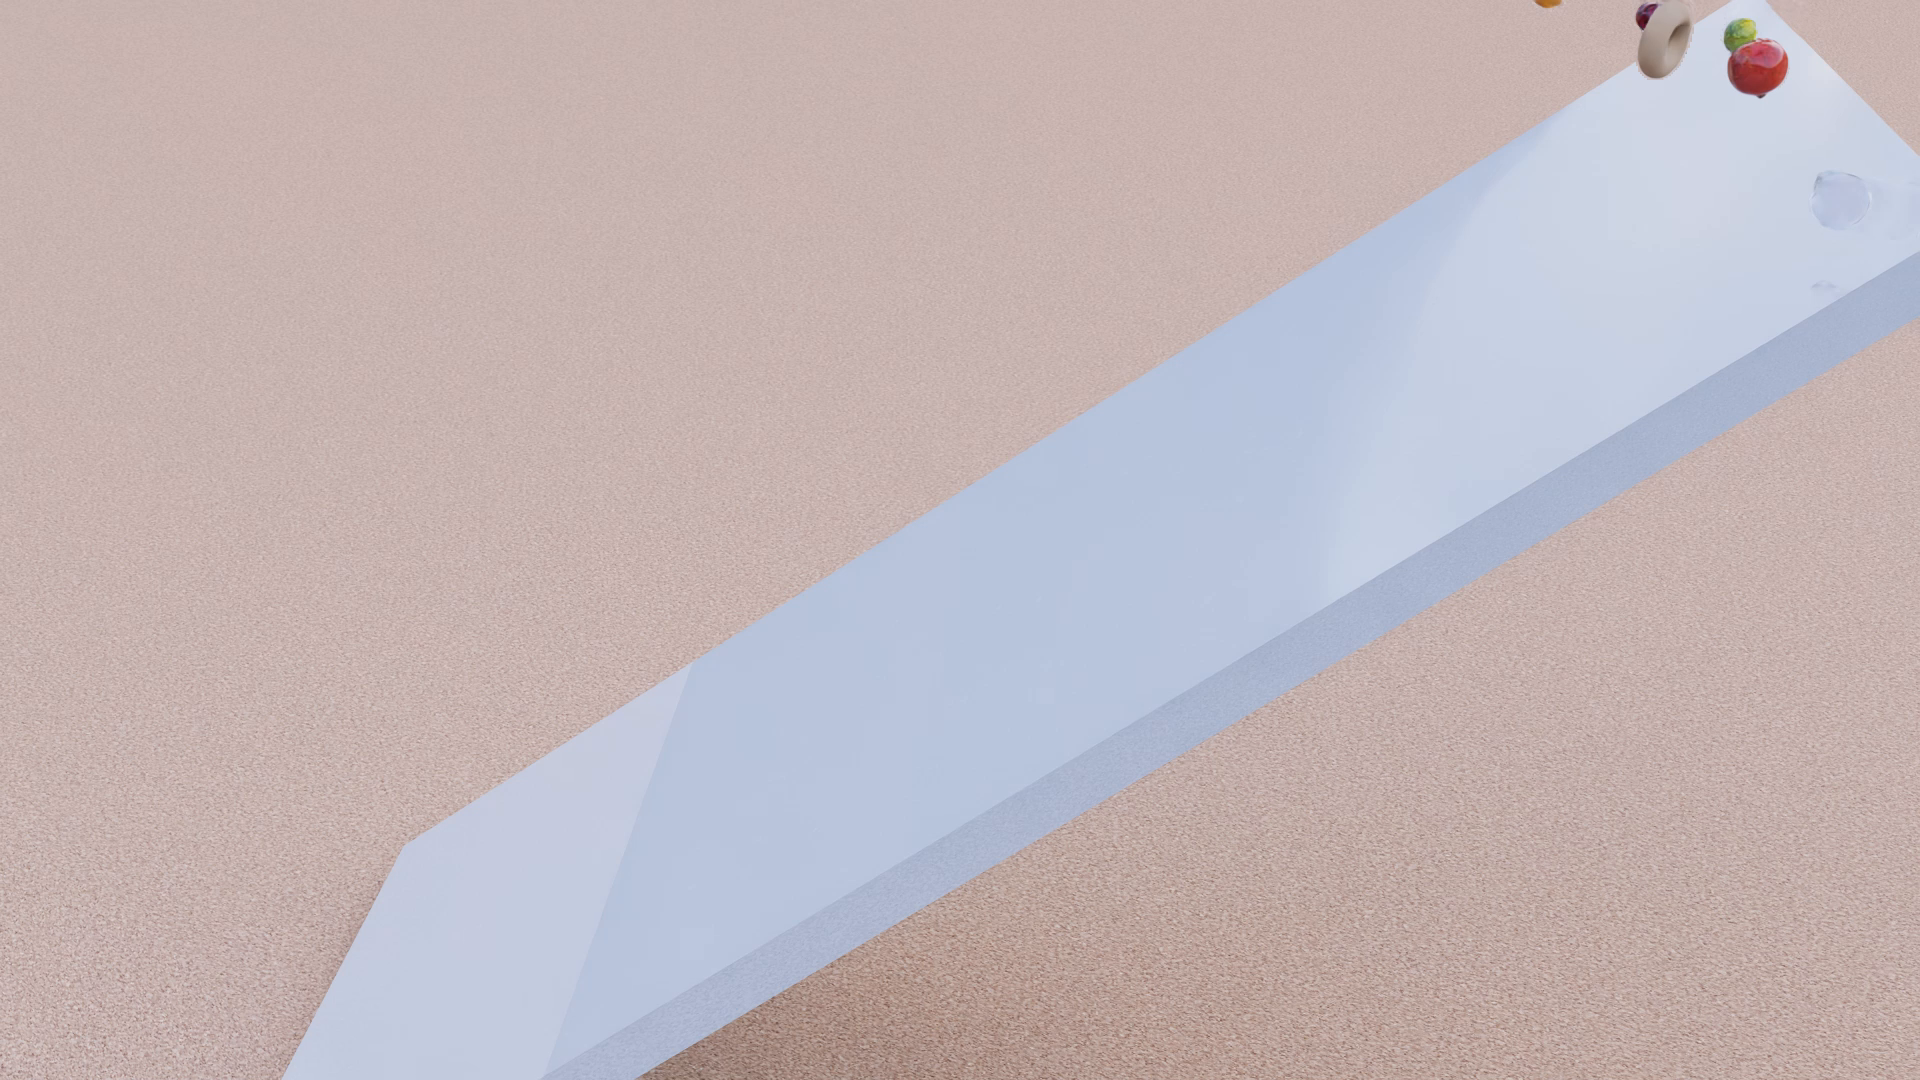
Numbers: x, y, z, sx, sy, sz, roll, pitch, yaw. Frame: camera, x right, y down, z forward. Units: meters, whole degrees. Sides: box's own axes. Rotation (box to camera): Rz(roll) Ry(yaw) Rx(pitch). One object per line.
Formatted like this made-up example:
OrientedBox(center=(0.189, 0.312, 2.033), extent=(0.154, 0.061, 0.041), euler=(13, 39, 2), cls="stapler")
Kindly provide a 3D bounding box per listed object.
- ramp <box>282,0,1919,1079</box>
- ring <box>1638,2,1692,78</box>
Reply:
OrientedBox(center=(0.136, 0.174, 6.305), extent=(4.000, 0.100, 2.000), euler=(-32, 16, 15), cls="ramp")
OrientedBox(center=(1.317, -0.934, 5.495), extent=(0.050, 0.149, 0.149), euler=(26, 32, 30), cls="ring")
